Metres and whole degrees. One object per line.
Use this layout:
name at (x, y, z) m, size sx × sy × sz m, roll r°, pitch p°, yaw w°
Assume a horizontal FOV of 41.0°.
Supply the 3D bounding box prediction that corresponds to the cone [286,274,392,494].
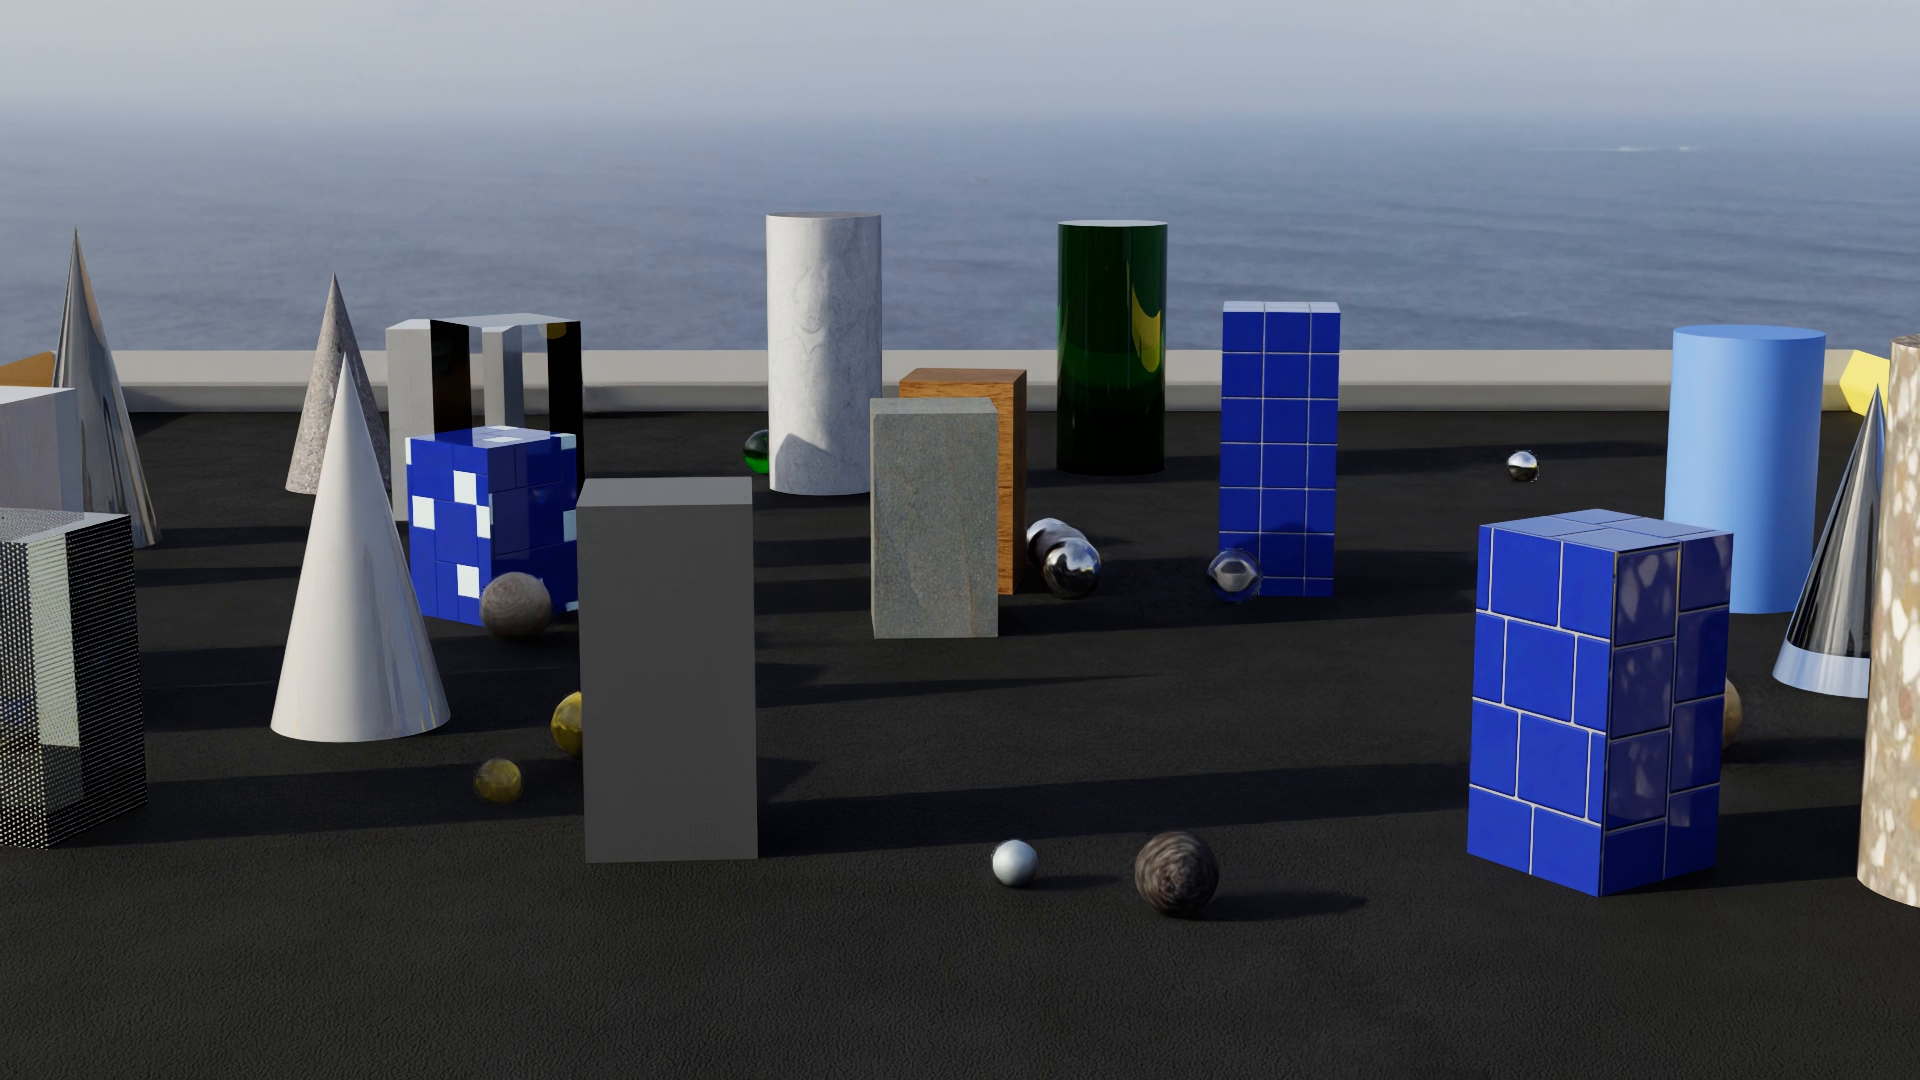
cone at (-1.083, -0.281, 4.473) m, size 0.198 × 0.376 × 0.198 m, roll 0°, pitch 10°, yaw 0°

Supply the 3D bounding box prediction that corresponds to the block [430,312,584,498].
block at (-0.660, -0.141, 3.756) m, size 0.159 × 0.362 × 0.159 m, roll -8°, pitch 13°, yaw -38°

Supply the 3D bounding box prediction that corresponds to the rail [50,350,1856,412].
rail at (-0.012, -0.335, 5.437) m, size 3.837 × 0.129 × 0.045 m, roll 0°, pitch 10°, yaw 0°

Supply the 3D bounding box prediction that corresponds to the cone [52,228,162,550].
cone at (-1.339, -0.238, 3.929) m, size 0.198 × 0.490 × 0.198 m, roll 0°, pitch 10°, yaw 0°

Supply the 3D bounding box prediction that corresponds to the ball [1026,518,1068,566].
ball at (0.131, 0.006, 3.747) m, size 0.076 × 0.076 × 0.076 m, roll 0°, pitch 10°, yaw 0°

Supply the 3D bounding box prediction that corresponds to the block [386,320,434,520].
block at (-0.838, -0.199, 4.207) m, size 0.159 × 0.311 × 0.159 m, roll 0°, pitch 10°, yaw 1°

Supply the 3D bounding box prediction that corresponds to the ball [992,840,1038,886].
ball at (0.050, 0.290, 2.304) m, size 0.042 × 0.042 × 0.042 m, roll 0°, pitch 10°, yaw 0°

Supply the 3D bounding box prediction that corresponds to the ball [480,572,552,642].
ball at (-0.566, 0.086, 3.276) m, size 0.091 × 0.091 × 0.091 m, roll 0°, pitch 10°, yaw 0°

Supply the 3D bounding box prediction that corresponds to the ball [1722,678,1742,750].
ball at (0.780, 0.183, 2.728) m, size 0.099 × 0.099 × 0.099 m, roll 0°, pitch 10°, yaw 0°

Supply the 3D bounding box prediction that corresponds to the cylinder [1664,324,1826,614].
cylinder at (1.071, -0.101, 3.517) m, size 0.198 × 0.370 × 0.198 m, roll 0°, pitch 10°, yaw 0°

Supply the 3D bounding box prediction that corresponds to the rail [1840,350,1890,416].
rail at (1.895, 0.031, 3.459) m, size 0.045 × 0.129 × 4.092 m, roll 0°, pitch 10°, yaw 0°

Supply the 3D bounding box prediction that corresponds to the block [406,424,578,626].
block at (-0.627, -0.022, 3.450) m, size 0.159 × 0.238 × 0.159 m, roll 8°, pitch 13°, yaw 37°

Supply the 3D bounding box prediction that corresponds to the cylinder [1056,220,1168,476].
cylinder at (0.275, -0.352, 4.665) m, size 0.198 × 0.446 × 0.198 m, roll 0°, pitch 10°, yaw 0°

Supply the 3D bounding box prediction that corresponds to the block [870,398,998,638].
block at (-0.035, -0.032, 3.358) m, size 0.159 × 0.291 × 0.159 m, roll -1°, pitch 11°, yaw -3°

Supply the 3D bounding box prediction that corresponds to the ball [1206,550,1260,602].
ball at (0.375, 0.049, 3.522) m, size 0.073 × 0.073 × 0.073 m, roll 0°, pitch 10°, yaw 0°

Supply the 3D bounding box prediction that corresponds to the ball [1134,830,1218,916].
ball at (0.188, 0.289, 2.224) m, size 0.073 × 0.073 × 0.073 m, roll 0°, pitch 10°, yaw 0°

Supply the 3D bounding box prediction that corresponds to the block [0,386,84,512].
block at (-1.091, 0.021, 2.863) m, size 0.159 × 0.368 × 0.159 m, roll 3°, pitch 11°, yaw 14°

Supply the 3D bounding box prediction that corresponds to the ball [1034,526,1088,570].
ball at (0.146, 0.020, 3.656) m, size 0.081 × 0.081 × 0.081 m, roll 0°, pitch 10°, yaw 0°

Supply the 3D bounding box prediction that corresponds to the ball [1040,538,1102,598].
ball at (0.154, 0.039, 3.545) m, size 0.085 × 0.085 × 0.085 m, roll 0°, pitch 10°, yaw 0°

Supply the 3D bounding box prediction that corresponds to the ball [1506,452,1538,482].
ball at (0.995, -0.130, 4.541) m, size 0.054 × 0.054 × 0.054 m, roll 0°, pitch 10°, yaw 0°

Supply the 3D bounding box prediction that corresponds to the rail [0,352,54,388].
rail at (-1.895, 0.035, 3.438) m, size 0.045 × 0.129 × 4.092 m, roll 0°, pitch 10°, yaw 0°

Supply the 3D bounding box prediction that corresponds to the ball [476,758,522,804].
ball at (-0.461, 0.241, 2.561) m, size 0.046 × 0.046 × 0.046 m, roll 0°, pitch 10°, yaw 0°

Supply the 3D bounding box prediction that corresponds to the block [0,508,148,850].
block at (-0.910, 0.129, 2.484) m, size 0.159 × 0.293 × 0.159 m, roll 3°, pitch 11°, yaw 17°

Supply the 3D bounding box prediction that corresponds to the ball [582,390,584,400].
ball at (-0.834, -0.303, 5.370) m, size 0.092 × 0.092 × 0.092 m, roll 0°, pitch 10°, yaw 0°

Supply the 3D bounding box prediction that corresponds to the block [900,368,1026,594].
block at (0.006, -0.086, 3.638) m, size 0.159 × 0.297 × 0.159 m, roll 1°, pitch 11°, yaw 8°

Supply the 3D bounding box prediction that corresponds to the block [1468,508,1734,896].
block at (0.586, 0.143, 2.356) m, size 0.159 × 0.312 × 0.159 m, roll -7°, pitch 13°, yaw -34°

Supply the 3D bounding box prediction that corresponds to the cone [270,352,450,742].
cone at (-0.675, -0.003, 2.856) m, size 0.198 × 0.417 × 0.198 m, roll 0°, pitch 10°, yaw 0°

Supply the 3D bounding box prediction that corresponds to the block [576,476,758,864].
block at (-0.274, 0.119, 2.427) m, size 0.159 × 0.335 × 0.159 m, roll -1°, pitch 11°, yaw -5°

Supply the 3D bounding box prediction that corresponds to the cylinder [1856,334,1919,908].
cylinder at (0.913, 0.070, 2.270) m, size 0.198 × 0.488 × 0.198 m, roll 0°, pitch 10°, yaw 0°

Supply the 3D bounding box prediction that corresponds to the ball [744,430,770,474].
ball at (-0.350, -0.158, 4.621) m, size 0.080 × 0.080 × 0.080 m, roll 0°, pitch 10°, yaw 0°

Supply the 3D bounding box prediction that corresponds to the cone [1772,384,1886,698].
cone at (1.080, -0.010, 3.053) m, size 0.198 × 0.359 × 0.198 m, roll 0°, pitch 10°, yaw 0°

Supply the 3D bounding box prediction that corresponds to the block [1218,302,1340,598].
block at (0.447, -0.131, 3.610) m, size 0.159 × 0.395 × 0.159 m, roll 1°, pitch 11°, yaw 6°

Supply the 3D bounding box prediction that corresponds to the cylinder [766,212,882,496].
cylinder at (-0.235, -0.327, 4.457) m, size 0.198 × 0.473 × 0.198 m, roll 0°, pitch 10°, yaw 0°

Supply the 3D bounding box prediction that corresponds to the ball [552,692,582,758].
ball at (-0.398, 0.196, 2.729) m, size 0.072 × 0.072 × 0.072 m, roll 0°, pitch 10°, yaw 0°
